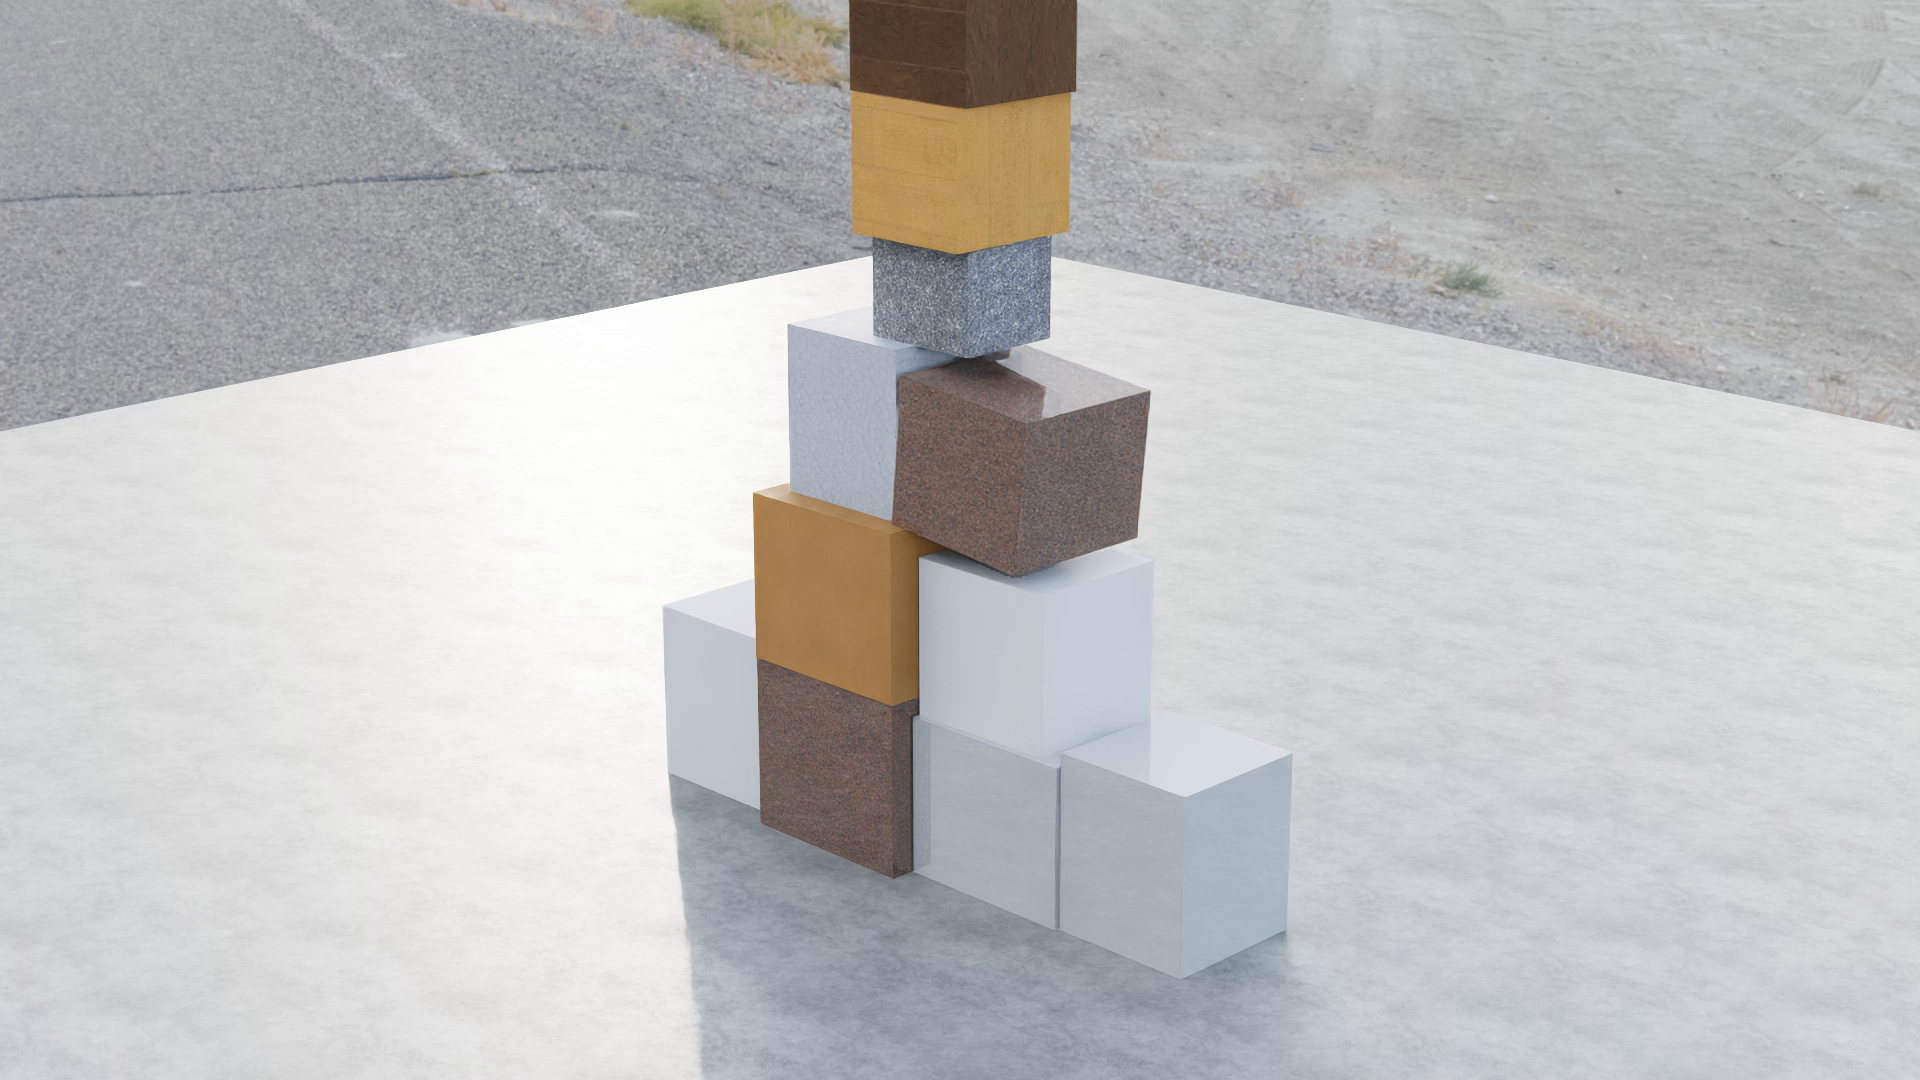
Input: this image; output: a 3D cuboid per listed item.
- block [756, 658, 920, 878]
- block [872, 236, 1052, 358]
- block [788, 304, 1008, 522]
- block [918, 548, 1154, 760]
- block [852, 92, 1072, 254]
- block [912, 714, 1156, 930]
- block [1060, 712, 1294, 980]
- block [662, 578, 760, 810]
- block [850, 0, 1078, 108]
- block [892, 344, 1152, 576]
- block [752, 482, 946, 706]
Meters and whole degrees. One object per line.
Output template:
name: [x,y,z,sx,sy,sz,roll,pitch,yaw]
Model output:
block: [-0.285,0.945,13.924,0.974,0.847,0.918,-17,24,-42]
block: [0.008,-1.132,12.993,0.522,0.475,0.594,-17,24,-42]
block: [-0.276,-0.607,13.436,0.729,0.792,0.712,-17,24,-42]
block: [0.340,0.441,13.146,0.710,0.750,0.767,-17,24,-42]
block: [0.005,-1.653,12.825,0.652,0.621,0.699,17,24,42]
block: [0.376,1.174,13.336,0.778,0.763,0.887,-17,24,-42]
block: [0.936,1.315,12.773,0.710,0.832,0.705,-17,24,-42]
block: [-0.891,0.741,14.524,0.803,0.878,0.815,-17,24,-42]
block: [0.014,-2.280,12.636,0.710,0.688,0.680,17,24,42]
block: [0.266,-0.364,12.923,0.783,0.694,0.766,-17,29,-42]
block: [-0.285,0.158,13.669,0.983,0.808,0.921,-17,24,-42]
